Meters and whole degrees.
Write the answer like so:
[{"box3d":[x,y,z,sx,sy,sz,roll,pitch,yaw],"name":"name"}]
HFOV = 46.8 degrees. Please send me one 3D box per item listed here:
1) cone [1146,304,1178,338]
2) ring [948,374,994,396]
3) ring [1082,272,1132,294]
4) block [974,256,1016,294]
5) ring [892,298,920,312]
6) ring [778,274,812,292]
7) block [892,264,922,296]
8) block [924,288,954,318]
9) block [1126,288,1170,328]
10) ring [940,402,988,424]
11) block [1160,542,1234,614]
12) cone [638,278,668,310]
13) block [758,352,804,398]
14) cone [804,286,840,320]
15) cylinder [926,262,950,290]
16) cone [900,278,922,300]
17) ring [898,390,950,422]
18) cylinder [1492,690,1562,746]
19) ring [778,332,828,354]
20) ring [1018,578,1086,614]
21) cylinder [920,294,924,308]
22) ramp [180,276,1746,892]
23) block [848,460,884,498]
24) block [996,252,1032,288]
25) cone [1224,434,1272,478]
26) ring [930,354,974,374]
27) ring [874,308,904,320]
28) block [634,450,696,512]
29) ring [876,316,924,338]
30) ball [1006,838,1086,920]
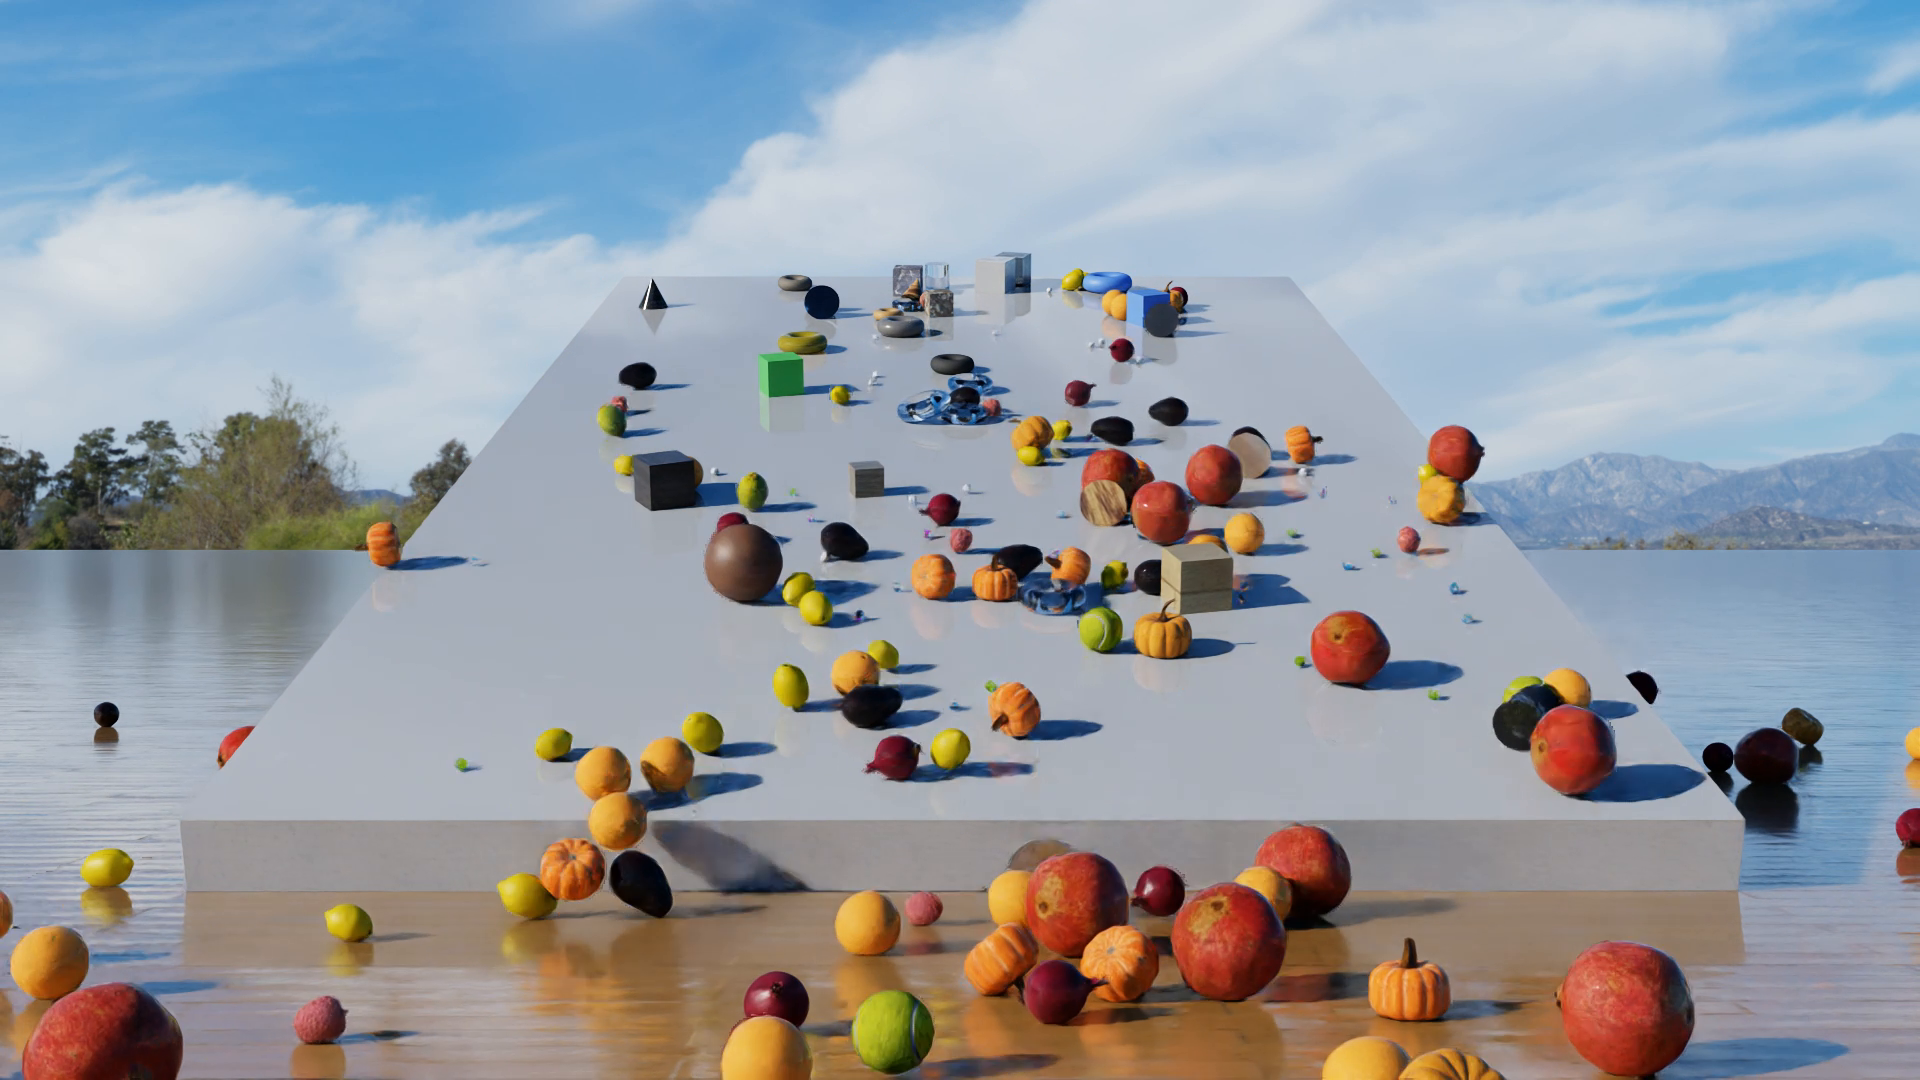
[{"box3d":[0.545,-0.565,5.836,0.093,0.093,0.093,0,-11,23],"name":"cone"},{"box3d":[0.024,-0.363,5.172,0.108,0.036,0.108,1,17,0],"name":"ring"},{"box3d":[0.427,-0.747,6.432,0.145,0.048,0.145,0,16,0],"name":"ring"},{"box3d":[0.102,-0.768,6.424,0.092,0.092,0.092,6,18,20],"name":"block"},{"box3d":[-0.149,-0.652,6.148,0.082,0.027,0.082,0,18,0],"name":"ring"},{"box3d":[-0.480,-0.748,6.456,0.101,0.034,0.101,3,20,-1],"name":"ring"},{"box3d":[-0.149,-0.744,6.366,0.078,0.078,0.078,2,17,5],"name":"block"},{"box3d":[-0.057,-0.648,6.067,0.066,0.066,0.066,-4,17,-13],"name":"block"},{"box3d":[0.506,-0.624,5.957,0.084,0.084,0.084,-8,19,-26],"name":"block"},{"box3d":[0.009,-0.280,4.896,0.104,0.035,0.104,0,16,0],"name":"ring"},{"box3d":[0.390,0.063,3.656,0.090,0.090,0.090,-4,17,-15],"name":"block"},{"box3d":[-0.856,-0.690,6.176,0.083,0.083,0.083,0,17,0],"name":"cone"},{"box3d":[-0.416,-0.385,5.156,0.084,0.084,0.084,-6,18,-19],"name":"block"},{"box3d":[-0.375,-0.638,6.072,0.096,0.096,0.096,0,-10,0],"name":"cone"},{"box3d":[-0.066,-0.770,6.465,0.071,0.071,0.071,0,17,0],"name":"cylinder"},{"box3d":[-0.124,-0.702,6.191,0.070,0.070,0.070,11,-18,3],"name":"cone"},{"box3d":[-0.080,-0.297,4.899,0.124,0.041,0.124,-17,16,5],"name":"ring"},{"box3d":[0.787,0.247,3.075,0.073,0.073,0.073,0,-1,38],"name":"cylinder"},{"box3d":[-0.399,-0.500,5.614,0.128,0.043,0.128,-1,16,0],"name":"ring"},{"box3d":[0.152,0.092,3.650,0.112,0.037,0.112,-1,17,0],"name":"ring"},{"box3d":[-0.082,-0.657,6.124,0.052,0.052,0.052,0,16,-11],"name":"cylinder"},{"box3d":[-0.003,-0.169,4.760,2.000,0.100,4.000,0,17,0],"name":"ramp"},{"box3d":[-0.182,-0.118,4.314,0.058,0.058,0.058,-4,17,-15],"name":"block"},{"box3d":[0.155,-0.796,6.526,0.087,0.087,0.087,5,18,17],"name":"block"},{"box3d":[0.575,-0.160,4.484,0.094,0.094,0.094,0,-10,0],"name":"cone"},{"box3d":[-0.018,-0.427,5.384,0.108,0.036,0.108,1,16,0],"name":"ring"},{"box3d":[-0.194,-0.611,6.011,0.084,0.028,0.084,1,16,0],"name":"ring"},{"box3d":[-0.566,-0.114,4.245,0.089,0.089,0.089,-9,19,-27],"name":"block"},{"box3d":[-0.156,-0.560,5.818,0.126,0.042,0.126,0,16,0],"name":"ring"},{"box3d":[0.103,0.404,2.646,0.097,0.097,0.097,0,0,0],"name":"ball"}]
